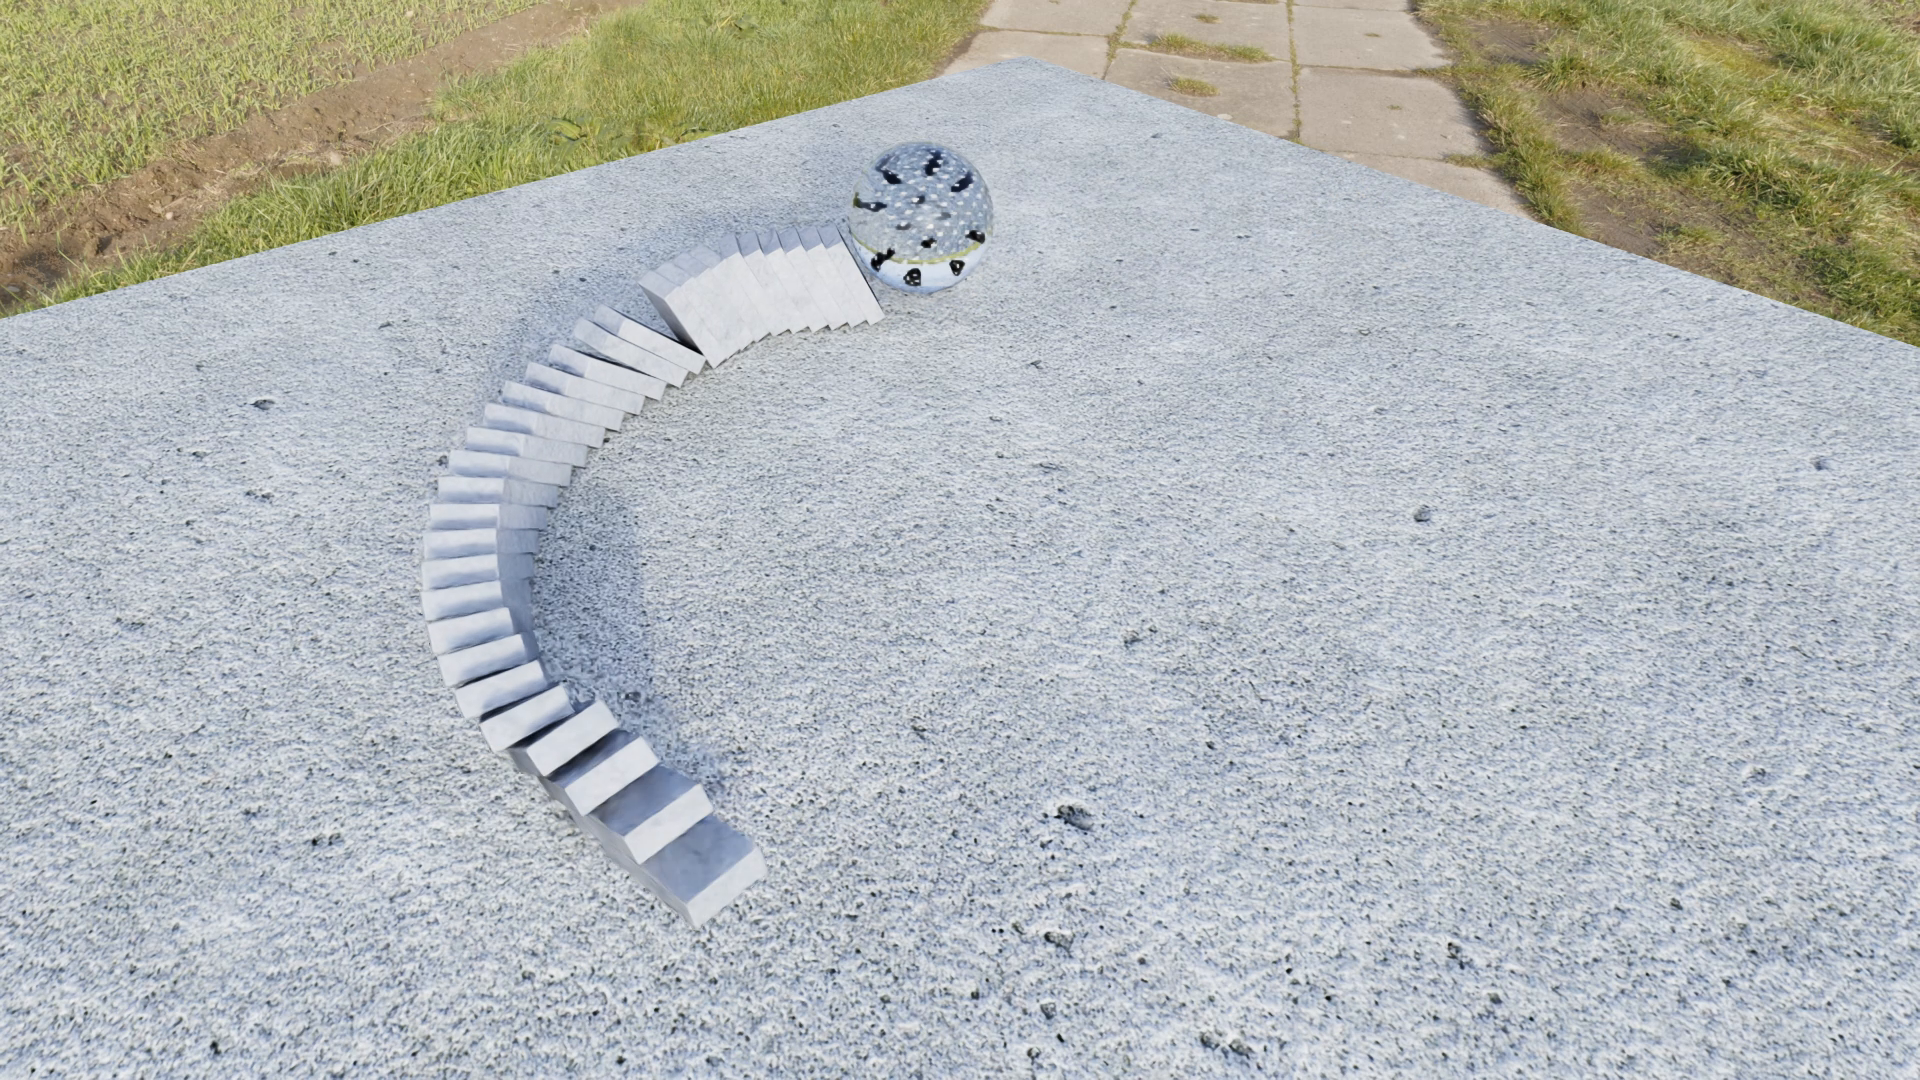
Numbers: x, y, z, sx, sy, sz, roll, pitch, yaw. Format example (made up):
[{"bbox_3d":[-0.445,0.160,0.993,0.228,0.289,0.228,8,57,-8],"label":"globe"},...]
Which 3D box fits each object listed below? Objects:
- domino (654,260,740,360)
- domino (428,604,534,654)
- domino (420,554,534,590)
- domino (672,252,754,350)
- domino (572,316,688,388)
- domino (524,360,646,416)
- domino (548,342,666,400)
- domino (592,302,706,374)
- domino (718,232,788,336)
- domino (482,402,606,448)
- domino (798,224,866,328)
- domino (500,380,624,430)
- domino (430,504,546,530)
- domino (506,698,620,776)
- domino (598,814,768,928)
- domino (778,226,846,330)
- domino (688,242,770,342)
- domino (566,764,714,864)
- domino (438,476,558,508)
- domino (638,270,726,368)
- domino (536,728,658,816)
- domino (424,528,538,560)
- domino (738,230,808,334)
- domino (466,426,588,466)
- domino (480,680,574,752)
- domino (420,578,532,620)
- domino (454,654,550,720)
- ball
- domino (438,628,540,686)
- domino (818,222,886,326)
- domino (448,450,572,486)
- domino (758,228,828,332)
[{"bbox_3d":[-0.132,-0.115,0.553,0.010,0.050,0.025,-45,54,-12],"label":"domino"},{"bbox_3d":[-0.165,0.030,0.383,0.025,0.009,0.050,-13,1,-14],"label":"domino"},{"bbox_3d":[-0.177,0.011,0.406,0.025,0.009,0.050,-7,1,-8],"label":"domino"},{"bbox_3d":[-0.126,-0.121,0.560,0.009,0.050,0.025,-44,53,-12],"label":"domino"},{"bbox_3d":[-0.158,-0.090,0.528,0.025,0.009,0.050,31,5,33],"label":"domino"},{"bbox_3d":[-0.172,-0.069,0.505,0.025,0.009,0.050,20,4,22],"label":"domino"},{"bbox_3d":[-0.165,-0.079,0.516,0.025,0.010,0.050,23,5,26],"label":"domino"},{"bbox_3d":[-0.151,-0.098,0.537,0.025,0.009,0.050,32,6,38],"label":"domino"},{"bbox_3d":[-0.108,-0.133,0.574,0.010,0.050,0.025,-28,42,4],"label":"domino"},{"bbox_3d":[-0.181,-0.050,0.481,0.025,0.009,0.050,12,1,14],"label":"domino"},{"bbox_3d":[-0.067,-0.139,0.582,0.010,0.050,0.025,-28,42,4],"label":"domino"},{"bbox_3d":[-0.177,-0.060,0.493,0.025,0.009,0.050,17,3,19],"label":"domino"},{"bbox_3d":[-0.184,-0.009,0.431,0.025,0.010,0.050,-1,0,-1],"label":"domino"},{"bbox_3d":[-0.124,0.061,0.342,0.025,0.010,0.050,-36,9,-29],"label":"domino"},{"bbox_3d":[-0.082,0.091,0.322,0.050,0.010,0.025,17,40,42],"label":"domino"},{"bbox_3d":[-0.077,-0.138,0.580,0.009,0.050,0.025,-28,41,4],"label":"domino"},{"bbox_3d":[-0.119,-0.127,0.567,0.010,0.050,0.025,-42,51,-11],"label":"domino"},{"bbox_3d":[-0.096,0.078,0.326,0.025,0.009,0.050,-34,22,-33],"label":"domino"},{"bbox_3d":[-0.185,-0.019,0.443,0.025,0.009,0.050,2,0,3],"label":"domino"},{"bbox_3d":[-0.137,-0.109,0.545,0.025,0.050,0.009,33,73,34],"label":"domino"},{"bbox_3d":[-0.111,0.069,0.333,0.025,0.009,0.050,-35,13,-28],"label":"domino"},{"bbox_3d":[-0.181,0.001,0.419,0.025,0.010,0.050,-4,0,-5],"label":"domino"},{"bbox_3d":[-0.098,-0.135,0.577,0.010,0.050,0.025,-28,42,4],"label":"domino"},{"bbox_3d":[-0.183,-0.039,0.468,0.025,0.009,0.050,9,1,10],"label":"domino"},{"bbox_3d":[-0.138,0.055,0.350,0.025,0.010,0.050,-27,5,-23],"label":"domino"},{"bbox_3d":[-0.172,0.021,0.395,0.025,0.009,0.050,-9,1,-11],"label":"domino"},{"bbox_3d":[-0.149,0.048,0.361,0.025,0.009,0.050,-21,3,-20],"label":"domino"},{"bbox_3d":[-0.021,-0.175,0.602,0.080,0.080,0.080,0,39,0],"label":"ball"},{"bbox_3d":[-0.158,0.039,0.372,0.025,0.009,0.050,-16,2,-17],"label":"domino"},{"bbox_3d":[-0.057,-0.141,0.584,0.010,0.050,0.025,-28,42,4],"label":"domino"},{"bbox_3d":[-0.186,-0.030,0.456,0.025,0.010,0.050,7,1,8],"label":"domino"},{"bbox_3d":[-0.087,-0.136,0.578,0.009,0.050,0.025,-28,42,4],"label":"domino"}]
